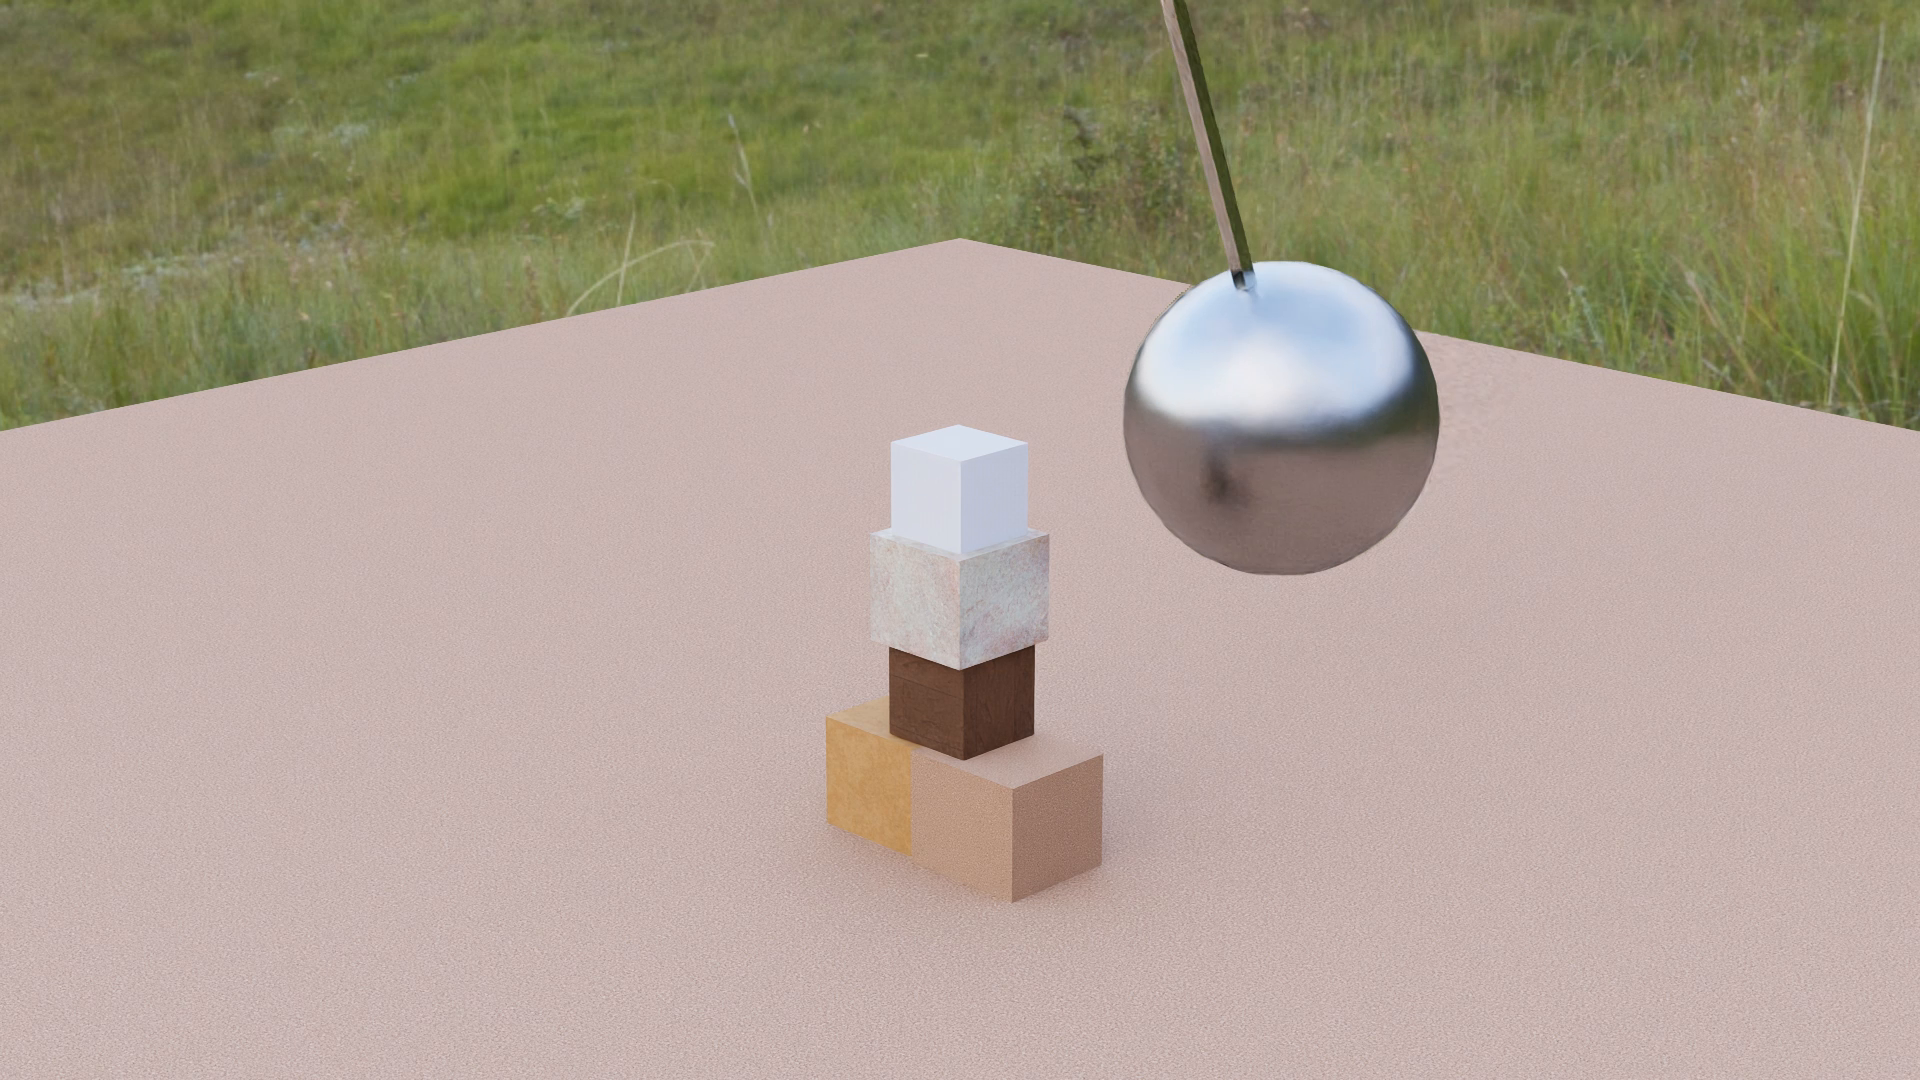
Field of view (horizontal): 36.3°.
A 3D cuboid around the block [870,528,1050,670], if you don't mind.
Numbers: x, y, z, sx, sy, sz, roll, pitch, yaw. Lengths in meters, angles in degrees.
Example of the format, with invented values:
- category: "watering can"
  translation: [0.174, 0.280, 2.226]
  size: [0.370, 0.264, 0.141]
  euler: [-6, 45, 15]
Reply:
- category: "block"
  translation: [-0.001, 0.216, 13.408]
  size: [0.579, 0.512, 0.577]
  euler: [-17, 24, -42]

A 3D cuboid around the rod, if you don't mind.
- category: "rod"
  translation: [0.703, -3.334, 13.031]
  size: [0.080, 5.200, 0.080]
  euler: [17, 46, 42]

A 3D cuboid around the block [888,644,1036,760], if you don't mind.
- category: "block"
  translation: [0.009, 0.679, 13.565]
  size: [0.466, 0.467, 0.486]
  euler: [-17, 24, -42]

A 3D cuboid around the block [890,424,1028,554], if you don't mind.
- category: "block"
  translation: [-0.003, -0.233, 13.266]
  size: [0.428, 0.430, 0.446]
  euler: [-17, 24, -42]

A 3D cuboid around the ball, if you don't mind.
- category: "ball"
  translation: [1.623, -0.613, 14.850]
  size: [1.600, 1.600, 1.600]
  euler: [0, 17, 0]

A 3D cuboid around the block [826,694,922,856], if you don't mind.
- category: "block"
  translation: [-0.226, 1.100, 13.939]
  size: [0.552, 0.544, 0.607]
  euler: [-17, 24, -42]

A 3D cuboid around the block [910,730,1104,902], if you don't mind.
- category: "block"
  translation: [0.215, 1.235, 13.497]
  size: [0.597, 0.551, 0.650]
  euler: [-17, 24, -42]
